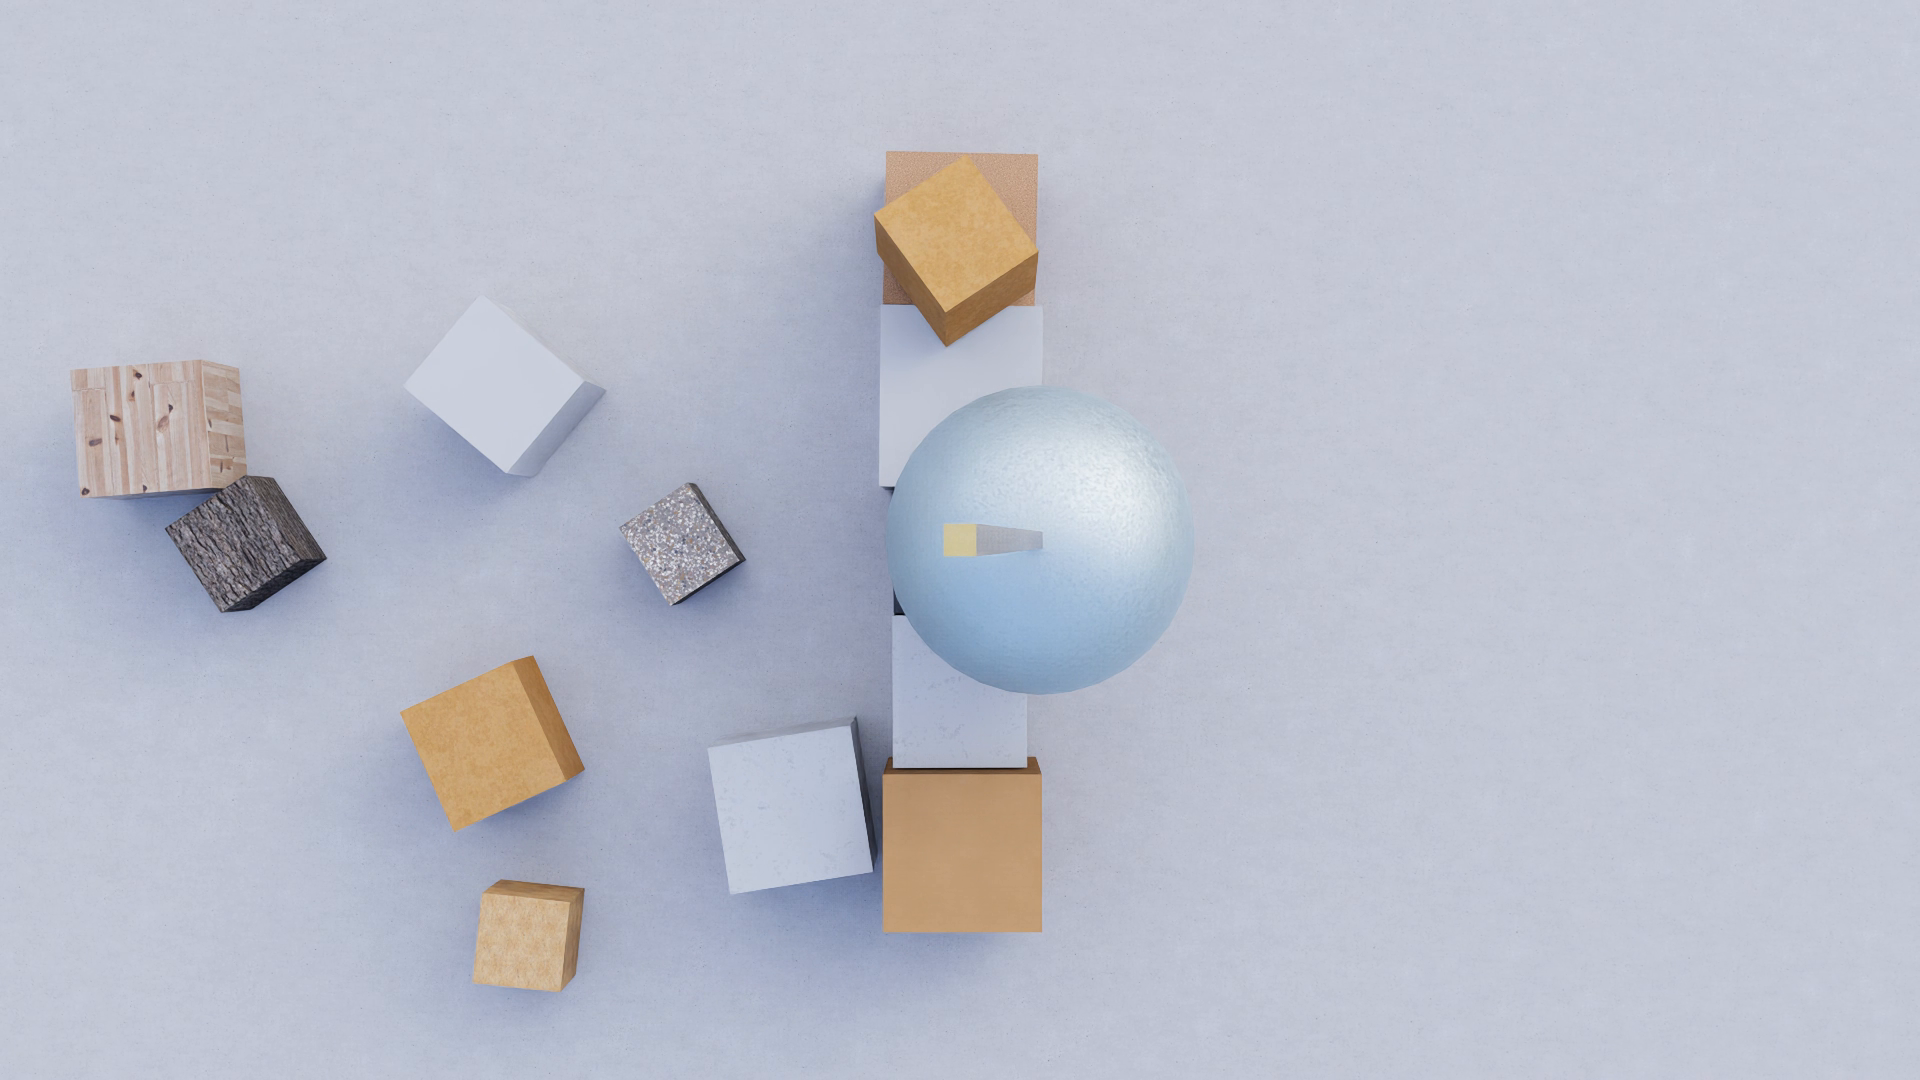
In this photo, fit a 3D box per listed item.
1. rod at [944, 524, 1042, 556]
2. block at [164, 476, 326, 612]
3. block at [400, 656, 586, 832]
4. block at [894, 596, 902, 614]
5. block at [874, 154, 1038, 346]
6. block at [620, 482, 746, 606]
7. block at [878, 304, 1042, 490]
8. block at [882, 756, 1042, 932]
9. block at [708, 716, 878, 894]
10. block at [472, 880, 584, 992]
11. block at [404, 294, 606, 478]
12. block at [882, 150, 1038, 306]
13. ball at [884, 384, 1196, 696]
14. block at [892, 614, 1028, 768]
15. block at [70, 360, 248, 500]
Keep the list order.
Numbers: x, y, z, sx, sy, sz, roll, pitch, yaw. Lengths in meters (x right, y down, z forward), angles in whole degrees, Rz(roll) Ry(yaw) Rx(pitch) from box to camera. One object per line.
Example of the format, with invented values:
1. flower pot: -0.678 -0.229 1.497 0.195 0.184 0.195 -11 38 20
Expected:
1. rod: 0.178 0.000 7.957 0.080 5.200 0.080 0 90 4
2. block: -4.126 0.022 12.737 0.547 0.526 0.576 -34 90 0
3. block: -2.684 1.162 12.684 0.692 0.631 0.742 -24 90 0
4. block: 0.005 0.069 12.695 0.761 0.611 0.687 0 90 0
5. block: -0.021 -1.554 11.869 0.597 0.567 0.667 -34 79 -8
6. block: -1.608 0.023 12.787 0.472 0.426 0.537 -33 90 0
7. block: 0.004 -0.791 12.548 0.889 0.904 0.999 1 90 0
8. block: 0.014 1.713 12.509 0.870 0.983 0.863 0 90 0
9. block: -0.948 1.507 12.639 0.807 0.721 0.828 -9 90 0
10. block: -2.494 2.287 12.748 0.502 0.505 0.514 6 90 0
11. block: -2.591 -0.871 12.609 0.751 0.781 0.675 40 90 0
12. block: 0.003 -1.733 12.625 0.847 0.751 0.850 1 90 0
13. ball: 0.411 0.000 11.349 1.600 1.600 1.600 0 90 0
14. block: -0.002 0.845 12.629 0.747 0.743 0.849 0 90 0
15. block: -4.606 -0.626 12.683 0.744 0.633 0.724 -5 90 0
